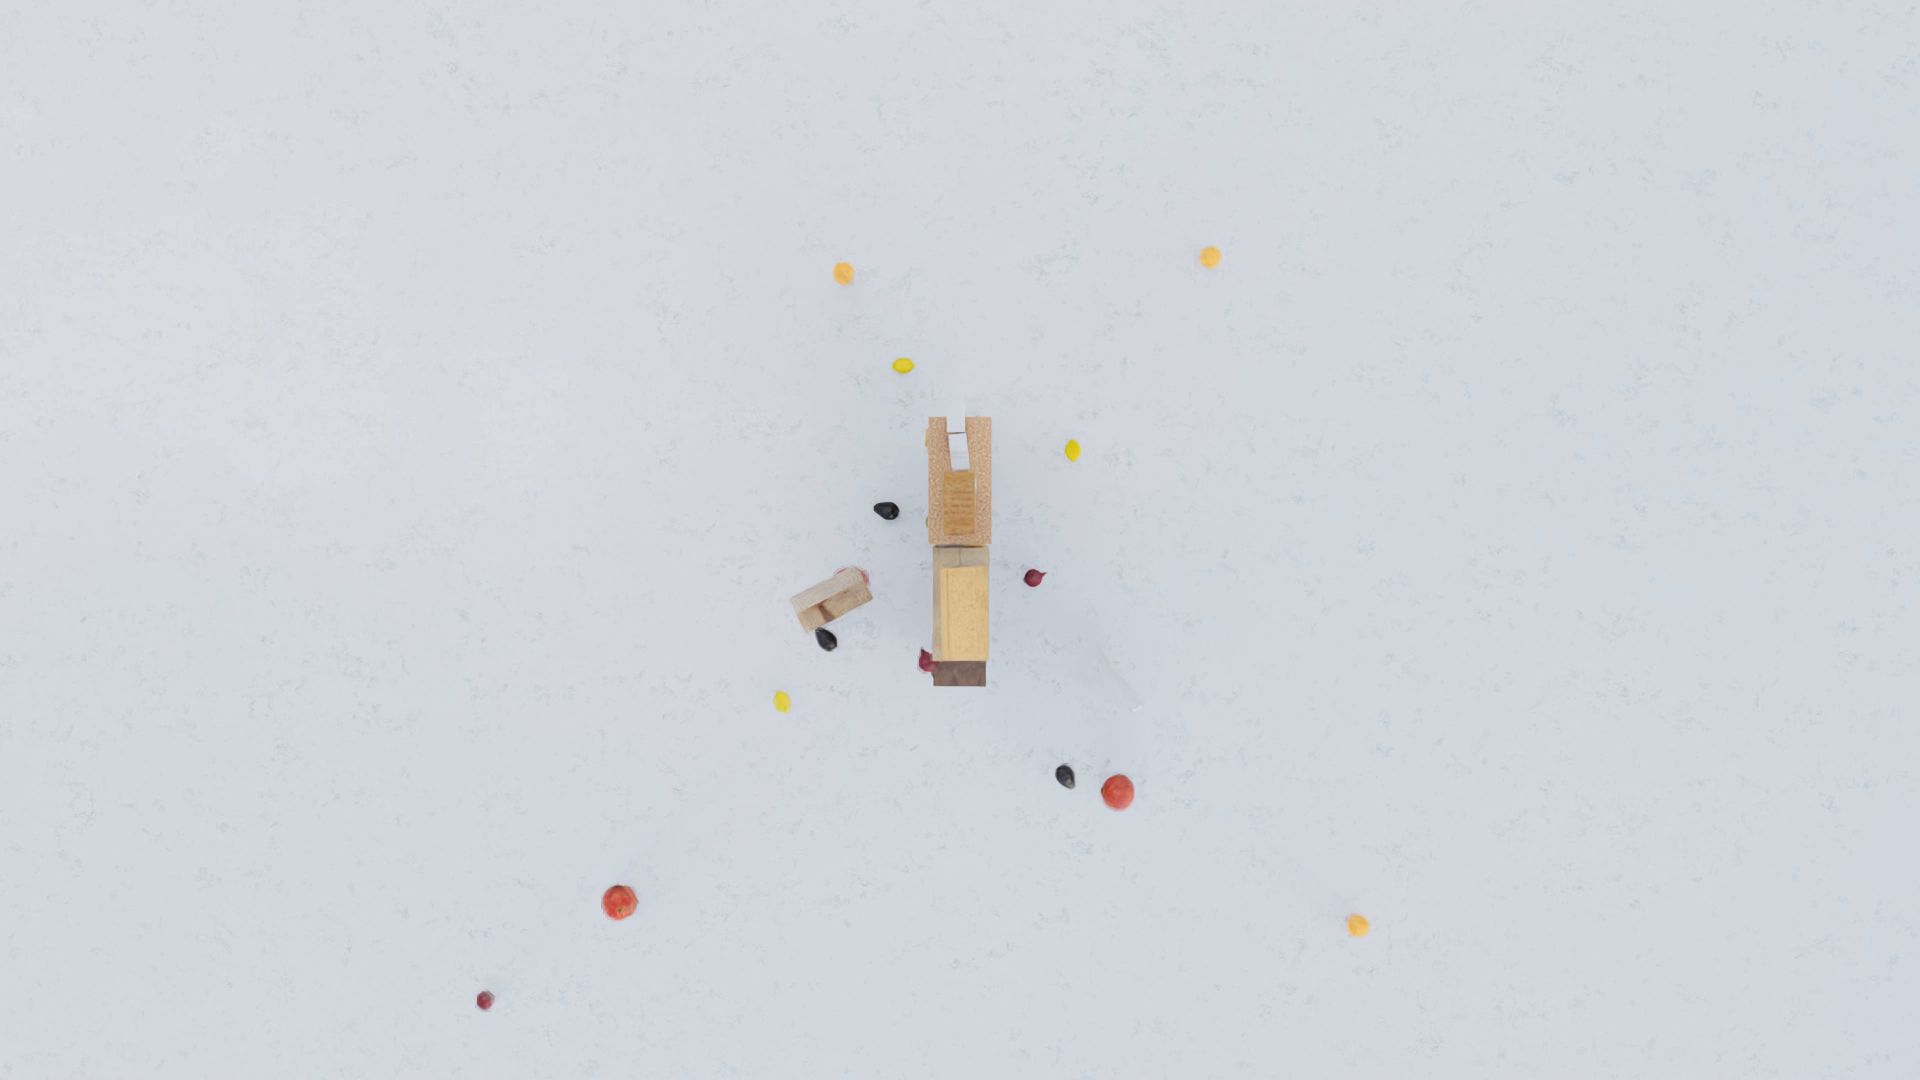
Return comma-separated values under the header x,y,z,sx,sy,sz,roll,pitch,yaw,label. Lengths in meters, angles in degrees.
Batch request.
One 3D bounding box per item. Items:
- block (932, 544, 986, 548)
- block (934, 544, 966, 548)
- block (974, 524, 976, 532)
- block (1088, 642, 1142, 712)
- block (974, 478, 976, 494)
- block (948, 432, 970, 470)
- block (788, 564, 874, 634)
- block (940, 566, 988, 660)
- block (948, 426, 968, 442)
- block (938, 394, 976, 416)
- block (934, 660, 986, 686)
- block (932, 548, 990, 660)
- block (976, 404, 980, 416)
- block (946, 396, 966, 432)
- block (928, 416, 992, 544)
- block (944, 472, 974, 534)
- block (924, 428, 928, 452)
x,y,z,sx,sy,sz,roll,pitch,yaw,label
-0.002,-0.041,4.913,0.157,0.044,0.314,0,90,0,block
0.005,0.039,4.735,0.156,0.311,0.044,28,90,0,block
-0.001,-0.034,4.412,0.081,0.162,0.023,-2,85,0,block
0.507,0.449,5.397,0.036,0.126,0.252,-36,77,3,block
0.003,-0.142,4.412,0.081,0.162,0.023,-2,86,0,block
-0.002,-0.240,4.476,0.049,0.014,0.097,-6,103,0,block
-0.413,0.189,5.296,0.252,0.036,0.126,-27,90,-31,block
0.012,0.201,4.517,0.126,0.036,0.252,-1,90,0,block
-0.007,-0.303,4.487,0.049,0.014,0.097,-4,90,0,block
-0.009,-0.323,5.000,0.117,0.033,0.233,-1,90,0,block
0.000,0.279,4.926,0.157,0.044,0.314,0,90,0,block
0.003,0.177,4.557,0.156,0.044,0.311,0,90,0,block
0.000,-0.397,5.258,0.117,0.484,0.033,0,90,0,block
-0.010,-0.340,4.473,0.049,0.014,0.097,1,90,0,block
0.000,-0.162,4.519,0.174,0.049,0.347,0,90,0,block
-0.002,-0.097,4.319,0.081,0.023,0.162,0,90,0,block
-0.009,-0.276,4.763,0.174,0.440,0.049,4,90,0,block
